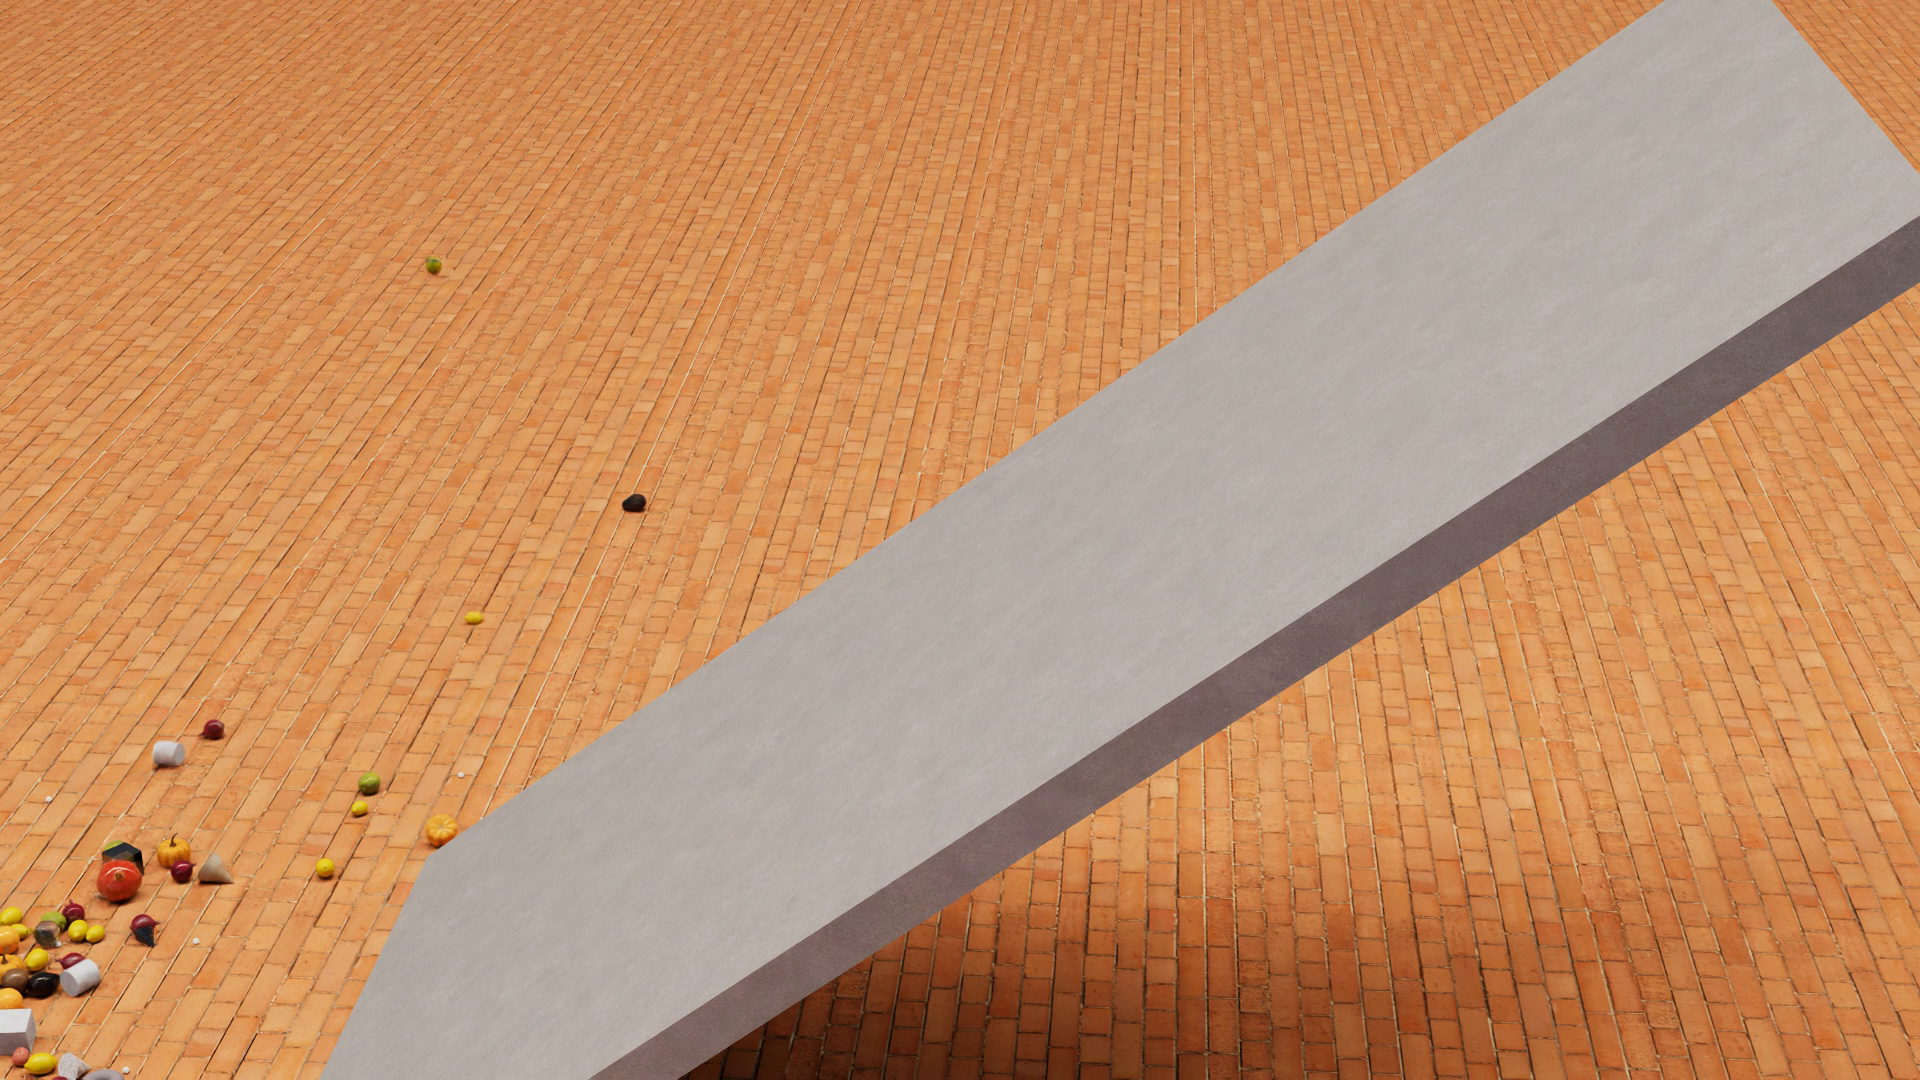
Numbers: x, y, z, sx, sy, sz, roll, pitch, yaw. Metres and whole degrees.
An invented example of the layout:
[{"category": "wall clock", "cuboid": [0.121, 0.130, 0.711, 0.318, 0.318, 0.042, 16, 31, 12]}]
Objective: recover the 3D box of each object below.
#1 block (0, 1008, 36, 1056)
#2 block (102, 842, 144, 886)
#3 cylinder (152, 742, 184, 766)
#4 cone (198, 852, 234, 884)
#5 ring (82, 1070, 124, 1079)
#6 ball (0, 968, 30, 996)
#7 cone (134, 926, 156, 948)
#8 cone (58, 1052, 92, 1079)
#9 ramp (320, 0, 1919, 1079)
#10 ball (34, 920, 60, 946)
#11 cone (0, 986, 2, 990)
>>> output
[{"category": "block", "cuboid": [-2.272, 1.183, 7.072, 0.076, 0.076, 0.076, -1, 37, -3]}, {"category": "block", "cuboid": [-2.235, 0.865, 7.852, 0.075, 0.075, 0.075, 19, 29, 38]}, {"category": "cylinder", "cuboid": [-2.277, 0.615, 8.460, 0.066, 0.066, 0.066, 6, 24, 12]}, {"category": "cone", "cuboid": [-1.968, 0.892, 7.834, 0.089, 0.089, 0.089, 32, 29, 5]}, {"category": "ring", "cuboid": [-2.017, 1.281, 6.912, 0.106, 0.035, 0.106, -2, 23, 1]}, {"category": "ball", "cuboid": [-2.346, 1.098, 7.304, 0.070, 0.070, 0.070, 0, 23, 0]}, {"category": "cone", "cuboid": [-2.076, 1.027, 7.534, 0.053, 0.053, 0.053, -23, 59, -43]}, {"category": "cone", "cuboid": [-2.087, 1.254, 6.981, 0.072, 0.072, 0.072, 18, 2, 36]}, {"category": "ramp", "cuboid": [0.128, 0.180, 6.324, 4.000, 0.100, 2.000, -34, 16, 17]}, {"category": "ball", "cuboid": [-2.337, 1.007, 7.527, 0.066, 0.066, 0.066, 0, 23, 0]}, {"category": "cone", "cuboid": [-2.386, 1.138, 7.261, 0.065, 0.065, 0.065, -16, 56, -34]}]
